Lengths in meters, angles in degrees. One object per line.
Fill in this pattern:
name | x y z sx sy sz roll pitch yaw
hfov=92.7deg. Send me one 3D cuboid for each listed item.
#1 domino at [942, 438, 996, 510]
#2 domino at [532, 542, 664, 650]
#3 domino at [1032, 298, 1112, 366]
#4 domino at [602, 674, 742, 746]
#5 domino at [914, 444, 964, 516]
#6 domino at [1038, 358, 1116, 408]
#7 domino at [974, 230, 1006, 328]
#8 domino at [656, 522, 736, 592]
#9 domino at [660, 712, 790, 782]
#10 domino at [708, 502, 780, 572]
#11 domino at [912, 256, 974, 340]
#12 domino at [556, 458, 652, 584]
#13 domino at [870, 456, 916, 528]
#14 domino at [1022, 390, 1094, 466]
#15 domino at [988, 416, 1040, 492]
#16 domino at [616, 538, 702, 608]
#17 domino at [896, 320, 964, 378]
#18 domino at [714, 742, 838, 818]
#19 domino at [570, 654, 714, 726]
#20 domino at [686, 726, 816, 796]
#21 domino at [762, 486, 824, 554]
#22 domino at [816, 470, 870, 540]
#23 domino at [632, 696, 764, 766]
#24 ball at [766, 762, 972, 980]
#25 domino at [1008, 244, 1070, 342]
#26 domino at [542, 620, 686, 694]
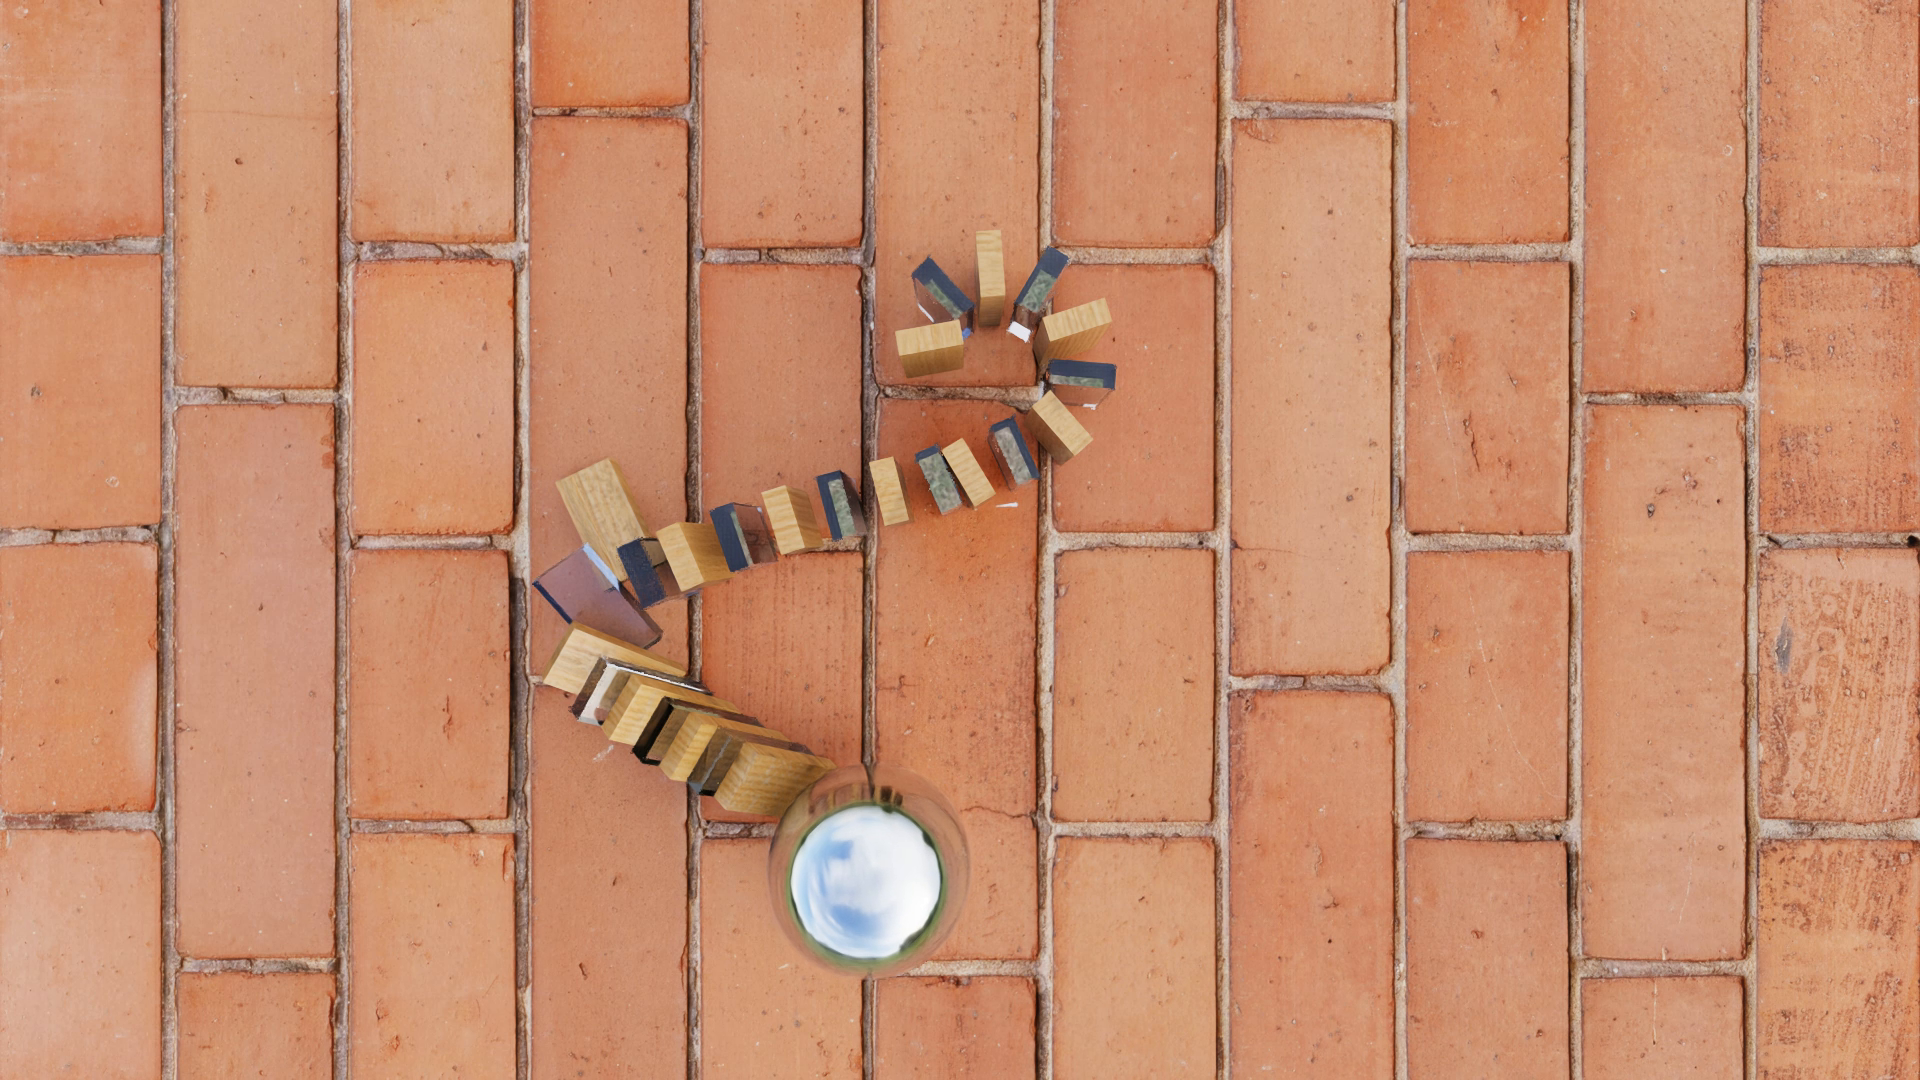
domino | 0.003 -0.026 0.375 0.009 0.050 0.025 -31 90 0
domino | -0.152 0.029 0.387 0.025 0.010 0.050 -34 109 0
domino | 0.045 -0.084 0.375 0.025 0.050 0.010 -18 90 0
domino | -0.118 0.074 0.379 0.050 0.009 0.025 30 90 -45
domino | -0.008 -0.023 0.375 0.010 0.050 0.025 -24 90 0
domino | 0.047 -0.064 0.375 0.025 0.050 0.009 5 90 0
domino | 0.012 -0.106 0.375 0.009 0.050 0.025 -4 90 0
domino | -0.107 0.006 0.375 0.009 0.050 0.025 -24 90 0
domino | -0.096 0.088 0.378 0.010 0.050 0.025 30 90 40
domino | -0.087 -0.001 0.375 0.009 0.050 0.025 -19 90 0
domino | -0.007 -0.096 0.375 0.009 0.050 0.025 -43 90 0
domino | -0.151 -0.007 0.395 0.025 0.010 0.050 -25 90 0
domino | -0.027 -0.019 0.375 0.009 0.050 0.025 -14 90 0
domino | 0.039 -0.045 0.375 0.009 0.050 0.025 -41 90 0
domino | 0.021 -0.034 0.375 0.009 0.050 0.025 -24 90 0
domino | -0.122 0.013 0.375 0.009 0.050 0.025 -25 90 0
domino | -0.012 -0.077 0.375 0.025 0.050 0.009 -10 90 0
domino | -0.074 0.100 0.378 0.010 0.050 0.025 30 90 40
domino | -0.131 0.067 0.379 0.050 0.009 0.025 28 92 -43
domino | -0.085 0.094 0.378 0.009 0.050 0.025 30 90 40
domino | -0.068 -0.008 0.375 0.010 0.050 0.025 -18 90 0
domino | -0.047 -0.013 0.375 0.010 0.050 0.025 -15 90 0
domino | -0.106 0.082 0.378 0.009 0.050 0.025 30 90 40
ball | -0.035 0.128 0.360 0.080 0.080 0.080 0 90 0
domino | 0.032 -0.100 0.375 0.010 0.050 0.025 31 90 0
domino | -0.144 0.056 0.383 0.050 0.009 0.025 30 90 -32
